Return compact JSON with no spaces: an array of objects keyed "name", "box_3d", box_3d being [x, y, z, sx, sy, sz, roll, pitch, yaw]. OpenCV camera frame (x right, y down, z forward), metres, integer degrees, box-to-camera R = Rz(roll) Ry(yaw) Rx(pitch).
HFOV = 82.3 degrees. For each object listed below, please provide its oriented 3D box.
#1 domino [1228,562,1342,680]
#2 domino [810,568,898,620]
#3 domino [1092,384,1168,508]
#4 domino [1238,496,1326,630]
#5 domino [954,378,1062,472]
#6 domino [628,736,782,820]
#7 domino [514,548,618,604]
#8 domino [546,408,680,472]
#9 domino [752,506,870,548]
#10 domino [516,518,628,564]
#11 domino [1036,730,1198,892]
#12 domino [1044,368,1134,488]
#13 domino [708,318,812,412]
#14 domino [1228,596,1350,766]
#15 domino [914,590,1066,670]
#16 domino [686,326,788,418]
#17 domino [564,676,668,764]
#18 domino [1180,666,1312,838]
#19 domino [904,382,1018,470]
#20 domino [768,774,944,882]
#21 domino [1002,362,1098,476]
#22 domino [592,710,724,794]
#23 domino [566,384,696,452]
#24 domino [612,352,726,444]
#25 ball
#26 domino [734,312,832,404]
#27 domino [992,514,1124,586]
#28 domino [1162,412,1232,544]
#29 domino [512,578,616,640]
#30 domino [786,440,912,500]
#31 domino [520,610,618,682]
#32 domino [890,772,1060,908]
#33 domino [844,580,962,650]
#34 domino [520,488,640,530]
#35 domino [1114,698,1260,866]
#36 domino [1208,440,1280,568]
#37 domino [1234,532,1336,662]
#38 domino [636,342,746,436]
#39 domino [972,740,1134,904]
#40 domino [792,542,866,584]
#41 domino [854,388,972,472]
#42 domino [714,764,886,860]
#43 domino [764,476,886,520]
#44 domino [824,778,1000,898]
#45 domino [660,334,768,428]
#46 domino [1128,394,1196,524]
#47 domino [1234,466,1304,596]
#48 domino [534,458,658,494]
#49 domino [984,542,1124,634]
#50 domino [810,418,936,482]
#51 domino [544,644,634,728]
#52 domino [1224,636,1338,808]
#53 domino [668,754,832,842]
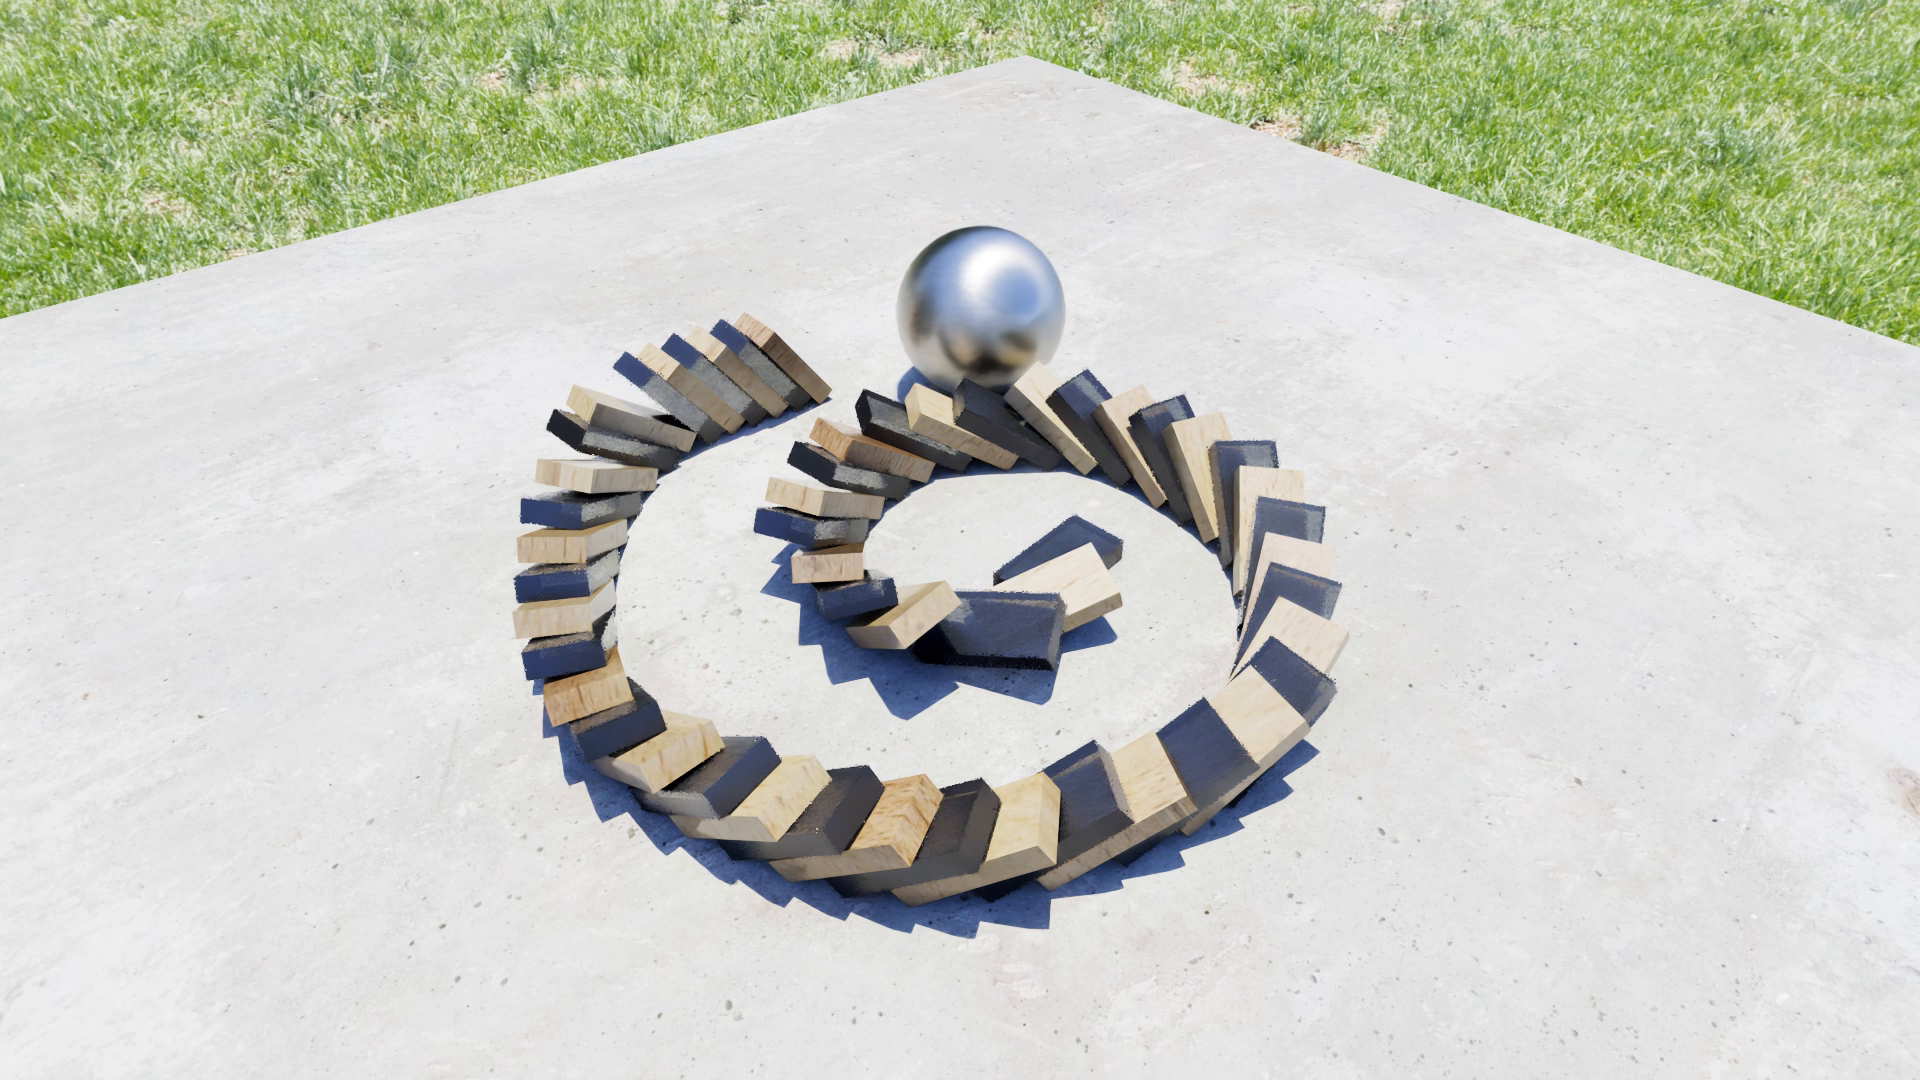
[{"name":"domino","box_3d":[0.111,0.035,0.379,0.025,0.009,0.050,18,77,20]},{"name":"domino","box_3d":[-0.039,0.019,0.398,0.025,0.009,0.050,-12,5,-12]},{"name":"domino","box_3d":[0.081,-0.040,0.473,0.025,0.010,0.050,-26,77,-28]},{"name":"domino","box_3d":[0.120,0.010,0.410,0.025,0.010,0.050,10,73,8]},{"name":"domino","box_3d":[0.021,-0.051,0.487,0.050,0.010,0.025,24,35,-19]},{"name":"domino","box_3d":[-0.078,0.071,0.334,0.050,0.010,0.025,-12,24,49]},{"name":"domino","box_3d":[-0.145,0.013,0.408,0.025,0.009,0.050,-6,9,-5]},{"name":"domino","box_3d":[-0.149,-0.043,0.473,0.025,0.010,0.050,31,11,32]},{"name":"domino","box_3d":[-0.057,-0.006,0.429,0.025,0.009,0.050,14,7,17]},{"name":"domino","box_3d":[-0.148,0.000,0.424,0.025,0.009,0.050,0,9,0]},{"name":"domino","box_3d":[0.042,0.080,0.327,0.050,0.010,0.025,-32,41,8]},{"name":"domino","box_3d":[0.063,-0.050,0.483,0.050,0.010,0.025,50,51,5]},{"name":"domino","box_3d":[-0.093,-0.081,0.513,0.025,0.050,0.010,36,86,36]},{"name":"domino","box_3d":[0.105,0.047,0.365,0.025,0.010,0.050,29,81,28]},{"name":"domino","box_3d":[0.010,0.032,0.389,0.050,0.010,0.025,0,59,24]},{"name":"domino","box_3d":[-0.103,-0.077,0.508,0.025,0.050,0.009,36,86,36]},{"name":"domino","box_3d":[-0.113,0.057,0.354,0.025,0.009,0.050,-21,12,-24]},{"name":"domino","box_3d":[0.081,0.065,0.342,0.050,0.009,0.025,-42,51,2]},{"name":"domino","box_3d":[0.001,-0.050,0.485,0.050,0.010,0.025,21,33,-25]},{"name":"domino","box_3d":[-0.030,0.084,0.319,0.050,0.009,0.025,-20,27,37]},{"name":"domino","box_3d":[0.045,-0.054,0.489,0.050,0.009,0.025,43,45,-2]},{"name":"domino","box_3d":[-0.096,0.065,0.344,0.025,0.010,0.050,-32,15,-33]},{"name":"domino","box_3d":[-0.144,-0.053,0.484,0.050,0.009,0.025,15,13,-47]},{"name":"domino","box_3d":[-0.129,-0.063,0.491,0.025,0.050,0.009,34,84,34]},{"name":"ball","box_3d":[0.010,-0.107,0.518,0.080,0.080,0.080,0,39,0]},{"name":"domino","box_3d":[-0.083,-0.085,0.518,0.025,0.050,0.010,36,86,36]},{"name":"domino","box_3d":[0.039,0.010,0.431,0.025,0.010,0.050,30,48,32]},{"name":"domino","box_3d":[0.104,-0.026,0.452,0.025,0.009,0.050,-15,79,-22]},{"name":"domino","box_3d":[-0.141,0.024,0.395,0.025,0.010,0.050,-6,9,-7]},{"name":"domino","box_3d":[-0.045,-0.029,0.457,0.025,0.010,0.050,29,12,31]},{"name":"domino","box_3d":[-0.134,0.036,0.380,0.025,0.010,0.050,-10,9,-12]},{"name":"domino","box_3d":[0.005,0.087,0.317,0.050,0.009,0.025,-25,31,26]},{"name":"domino","box_3d":[-0.021,0.026,0.383,0.025,0.010,0.050,-38,10,-21]},{"name":"domino","box_3d":[-0.151,-0.013,0.441,0.025,0.010,0.050,7,10,8]},{"name":"domino","box_3d":[0.062,0.073,0.334,0.050,0.009,0.025,-38,44,5]},{"name":"domino","box_3d":[0.116,-0.015,0.439,0.025,0.010,0.050,-1,74,-7]},{"name":"domino","box_3d":[0.116,0.024,0.394,0.025,0.009,0.050,13,73,16]},{"name":"domino","box_3d":[-0.121,-0.068,0.497,0.025,0.050,0.009,34,84,34]},{"name":"domino","box_3d":[0.024,0.082,0.321,0.050,0.009,0.025,-34,38,15]},{"name":"domino","box_3d":[-0.048,0.008,0.412,0.025,0.009,0.050,-3,4,-4]},{"name":"domino","box_3d":[-0.020,-0.048,0.482,0.050,0.010,0.025,19,29,-27]},{"name":"domino","box_3d":[-0.048,0.081,0.323,0.050,0.009,0.025,-17,24,41]},{"name":"domino","box_3d":[-0.053,-0.017,0.441,0.025,0.009,0.050,16,6,23]},{"name":"domino","box_3d":[-0.014,0.086,0.316,0.050,0.009,0.025,-22,28,33]},{"name":"domino","box_3d":[-0.112,-0.073,0.503,0.025,0.050,0.009,36,86,36]},{"name":"domino","box_3d":[0.093,-0.034,0.462,0.025,0.009,0.050,-21,81,-27]},{"name":"domino","box_3d":[0.119,-0.003,0.425,0.025,0.010,0.050,4,73,0]},{"name":"domino","box_3d":[-0.149,-0.027,0.455,0.025,0.009,0.050,11,6,13]},{"name":"domino","box_3d":[0.031,0.023,0.402,0.050,0.009,0.025,-24,51,-2]},{"name":"domino","box_3d":[-0.037,-0.038,0.467,0.050,0.009,0.025,12,18,-49]},{"name":"domino","box_3d":[-0.124,0.047,0.365,0.025,0.009,0.050,-18,11,-18]},{"name":"domino","box_3d":[0.094,0.058,0.352,0.050,0.010,0.025,-47,53,-2]},{"name":"domino","box_3d":[-0.063,0.077,0.328,0.050,0.009,0.025,-14,24,46]}]
